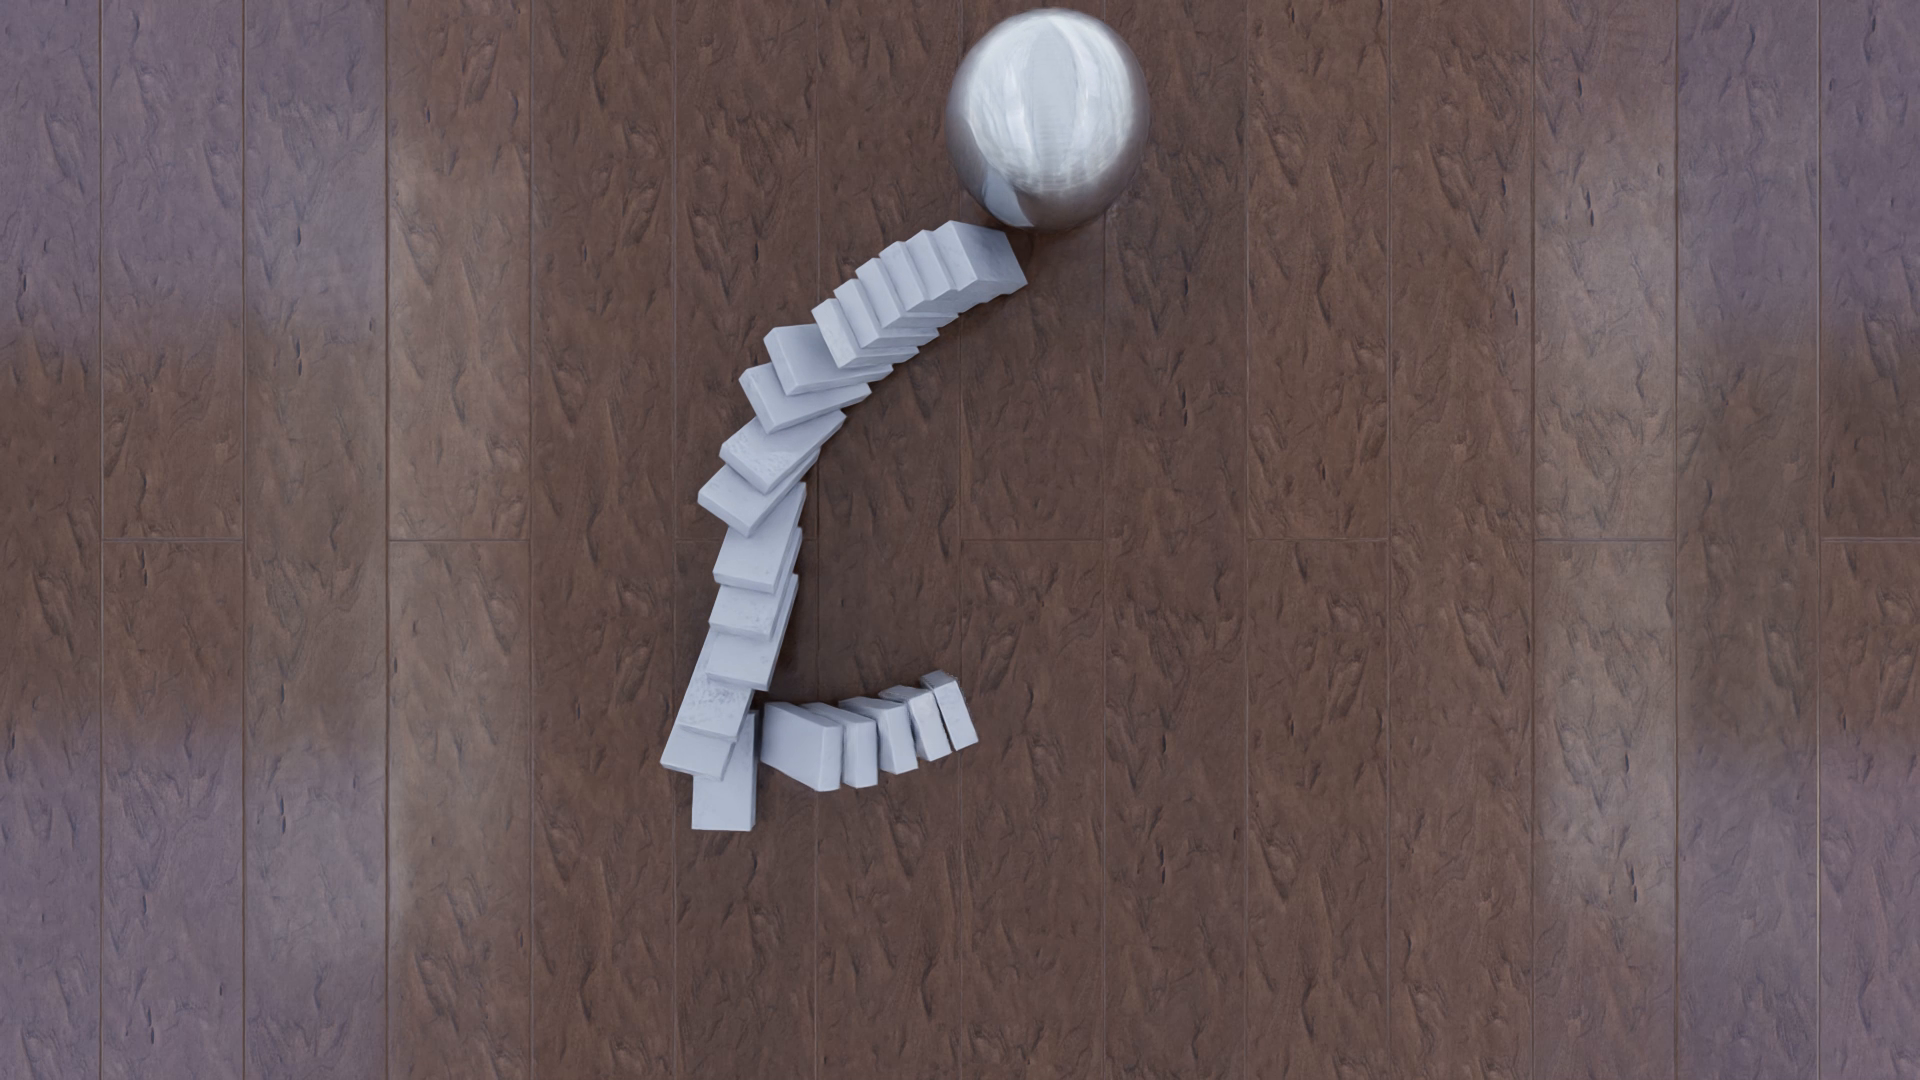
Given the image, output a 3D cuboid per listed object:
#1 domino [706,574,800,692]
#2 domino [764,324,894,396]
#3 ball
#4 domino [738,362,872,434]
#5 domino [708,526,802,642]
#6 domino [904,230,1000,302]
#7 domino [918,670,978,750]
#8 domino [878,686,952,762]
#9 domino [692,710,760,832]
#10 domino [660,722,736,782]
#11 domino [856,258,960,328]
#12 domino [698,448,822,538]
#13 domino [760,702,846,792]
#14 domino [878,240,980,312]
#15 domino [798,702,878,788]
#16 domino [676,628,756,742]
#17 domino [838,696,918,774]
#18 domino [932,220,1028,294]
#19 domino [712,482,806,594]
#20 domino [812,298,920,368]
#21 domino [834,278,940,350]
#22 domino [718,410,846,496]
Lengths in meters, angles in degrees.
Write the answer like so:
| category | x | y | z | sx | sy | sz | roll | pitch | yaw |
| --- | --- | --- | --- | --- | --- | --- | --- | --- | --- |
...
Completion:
| category | x | y | z | sx | sy | sz | roll | pitch | yaw |
| --- | --- | --- | --- | --- | --- | --- | --- | --- | --- |
| domino | -0.086 | 0.036 | 0.384 | 0.025 | 0.009 | 0.050 | 12 | 62 | -1 |
| domino | -0.054 | -0.076 | 0.379 | 0.050 | 0.009 | 0.025 | -19 | 84 | -41 |
| ball | 0.034 | -0.163 | 0.360 | 0.080 | 0.080 | 0.080 | 0 | 90 | 0 |
| domino | -0.064 | -0.064 | 0.381 | 0.050 | 0.010 | 0.025 | -27 | 90 | -38 |
| domino | -0.085 | 0.016 | 0.384 | 0.025 | 0.009 | 0.050 | 12 | 61 | 0 |
| domino | -0.001 | -0.111 | 0.376 | 0.010 | 0.050 | 0.025 | -25 | 90 | 30 |
| domino | -0.005 | 0.068 | 0.375 | 0.009 | 0.050 | 0.025 | -21 | 90 | -10 |
| domino | -0.019 | 0.074 | 0.375 | 0.009 | 0.050 | 0.025 | -17 | 90 | -20 |
| domino | -0.101 | 0.099 | 0.395 | 0.025 | 0.010 | 0.050 | 2 | 90 | 0 |
| domino | -0.104 | 0.073 | 0.384 | 0.025 | 0.009 | 0.050 | 14 | 62 | 0 |
| domino | -0.021 | -0.101 | 0.376 | 0.010 | 0.050 | 0.025 | -25 | 90 | 30 |
| domino | -0.083 | -0.027 | 0.382 | 0.025 | 0.010 | 0.050 | 35 | 56 | 1 |
| domino | -0.066 | 0.084 | 0.378 | 0.009 | 0.050 | 0.025 | 5 | 90 | -39 |
| domino | -0.011 | -0.107 | 0.376 | 0.010 | 0.050 | 0.025 | -25 | 90 | 30 |
| domino | -0.051 | 0.083 | 0.377 | 0.010 | 0.050 | 0.025 | 0 | 90 | -36 |
| domino | -0.097 | 0.057 | 0.383 | 0.025 | 0.010 | 0.050 | 14 | 62 | 0 |
| domino | -0.034 | 0.079 | 0.376 | 0.010 | 0.050 | 0.025 | -10 | 90 | -29 |
| domino | 0.009 | -0.115 | 0.376 | 0.009 | 0.050 | 0.025 | -25 | 90 | 30 |
| domino | -0.083 | -0.004 | 0.383 | 0.025 | 0.010 | 0.050 | 12 | 60 | 0 |
| domino | -0.038 | -0.085 | 0.376 | 0.010 | 0.050 | 0.025 | -25 | 90 | 30 |
| domino | -0.029 | -0.093 | 0.376 | 0.010 | 0.050 | 0.025 | -25 | 90 | 30 |
| domino | -0.073 | -0.044 | 0.382 | 0.025 | 0.010 | 0.050 | 41 | 56 | 0 |
